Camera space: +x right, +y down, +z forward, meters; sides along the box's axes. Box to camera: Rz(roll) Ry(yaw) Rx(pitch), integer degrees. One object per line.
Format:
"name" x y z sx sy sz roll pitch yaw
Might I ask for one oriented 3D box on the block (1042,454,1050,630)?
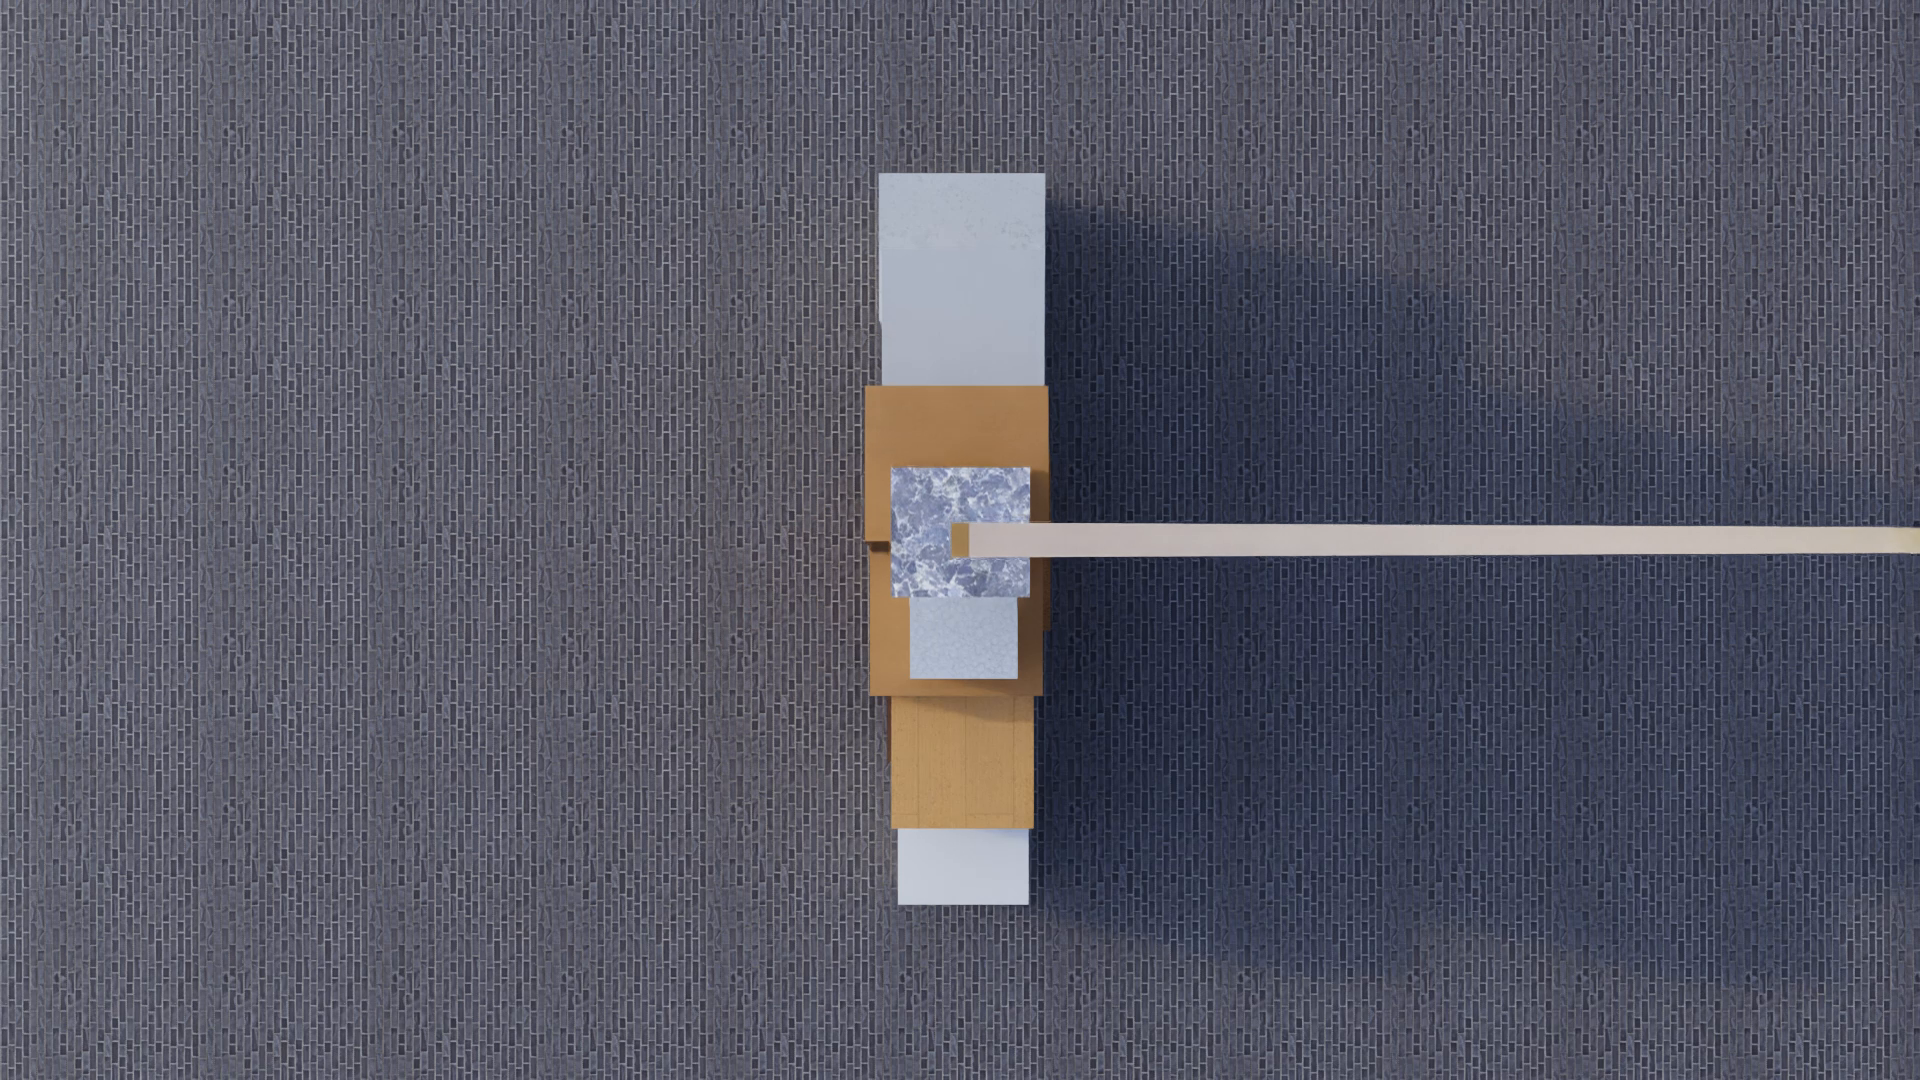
"block" 0.016 0.015 12.558 0.965 0.883 0.969 0 90 0

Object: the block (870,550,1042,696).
"block" -0.019 0.367 11.719 0.891 0.796 0.871 0 90 0

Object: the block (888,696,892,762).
"block" -0.009 0.869 12.597 0.791 0.807 0.718 0 90 0

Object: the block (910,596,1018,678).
"block" 0.018 0.377 11.064 0.529 0.514 0.611 0 90 0

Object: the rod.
"rod" 2.212 0.000 6.463 5.200 0.080 0.080 0 90 -32

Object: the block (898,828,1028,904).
"block" 0.019 1.638 12.645 0.730 0.711 0.799 0 90 0

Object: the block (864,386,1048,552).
"block" -0.015 -0.338 10.914 0.875 0.848 0.744 0 86 0

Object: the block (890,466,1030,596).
"block" 0.002 -0.047 10.142 0.621 0.645 0.581 0 92 0

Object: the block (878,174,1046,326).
"block" 0.011 -1.630 12.607 0.923 0.787 0.815 0 90 0

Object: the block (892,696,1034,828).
"block" 0.014 1.162 11.860 0.746 0.667 0.700 0 90 0

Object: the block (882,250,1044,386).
"block" 0.017 -1.106 11.790 0.839 0.850 0.797 0 91 0
